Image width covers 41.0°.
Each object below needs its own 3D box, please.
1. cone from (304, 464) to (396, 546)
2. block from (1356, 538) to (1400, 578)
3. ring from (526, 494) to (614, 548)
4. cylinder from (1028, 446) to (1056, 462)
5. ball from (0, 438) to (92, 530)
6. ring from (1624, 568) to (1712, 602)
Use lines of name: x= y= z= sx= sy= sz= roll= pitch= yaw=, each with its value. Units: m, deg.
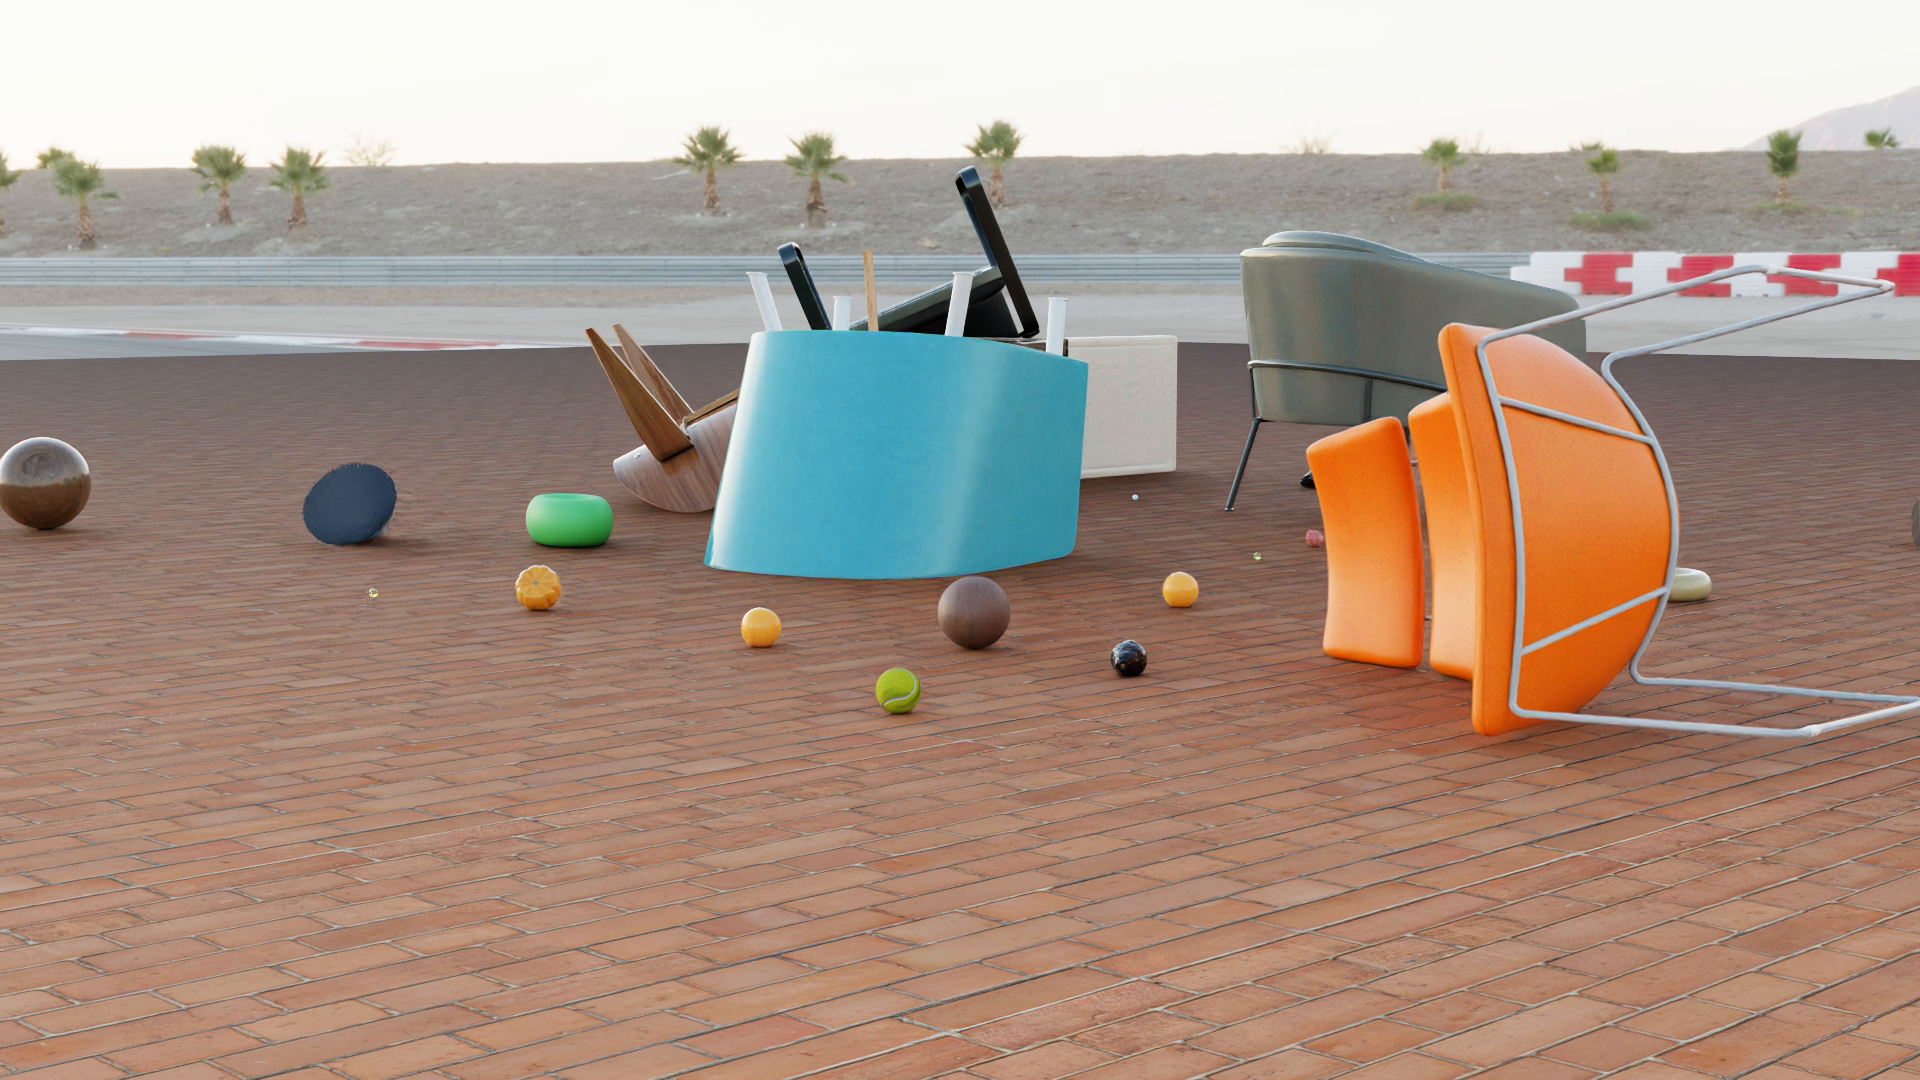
cone: x=-1.481 y=-0.049 z=6.411 sx=0.242 sy=0.211 sz=0.231 roll=-19 pitch=-22 yaw=3
block: x=0.920 y=0.039 z=5.655 sx=0.064 sy=0.077 sz=0.072 roll=-2 pitch=6 yaw=-21
ring: x=-0.964 y=-0.050 z=6.337 sx=0.211 sy=0.116 sz=0.343 roll=0 pitch=5 yaw=-16
cylinder: x=0.290 y=-0.309 z=9.169 sx=0.057 sy=0.049 sz=0.087 roll=19 pitch=17 yaw=41
ball: x=-2.386 y=-0.148 z=6.677 sx=0.240 sy=0.240 sz=0.240 roll=0 pitch=6 yaw=0
ring: x=1.450 y=0.092 z=5.251 sx=0.176 sy=0.057 sz=0.156 roll=-1 pitch=7 yaw=-7
